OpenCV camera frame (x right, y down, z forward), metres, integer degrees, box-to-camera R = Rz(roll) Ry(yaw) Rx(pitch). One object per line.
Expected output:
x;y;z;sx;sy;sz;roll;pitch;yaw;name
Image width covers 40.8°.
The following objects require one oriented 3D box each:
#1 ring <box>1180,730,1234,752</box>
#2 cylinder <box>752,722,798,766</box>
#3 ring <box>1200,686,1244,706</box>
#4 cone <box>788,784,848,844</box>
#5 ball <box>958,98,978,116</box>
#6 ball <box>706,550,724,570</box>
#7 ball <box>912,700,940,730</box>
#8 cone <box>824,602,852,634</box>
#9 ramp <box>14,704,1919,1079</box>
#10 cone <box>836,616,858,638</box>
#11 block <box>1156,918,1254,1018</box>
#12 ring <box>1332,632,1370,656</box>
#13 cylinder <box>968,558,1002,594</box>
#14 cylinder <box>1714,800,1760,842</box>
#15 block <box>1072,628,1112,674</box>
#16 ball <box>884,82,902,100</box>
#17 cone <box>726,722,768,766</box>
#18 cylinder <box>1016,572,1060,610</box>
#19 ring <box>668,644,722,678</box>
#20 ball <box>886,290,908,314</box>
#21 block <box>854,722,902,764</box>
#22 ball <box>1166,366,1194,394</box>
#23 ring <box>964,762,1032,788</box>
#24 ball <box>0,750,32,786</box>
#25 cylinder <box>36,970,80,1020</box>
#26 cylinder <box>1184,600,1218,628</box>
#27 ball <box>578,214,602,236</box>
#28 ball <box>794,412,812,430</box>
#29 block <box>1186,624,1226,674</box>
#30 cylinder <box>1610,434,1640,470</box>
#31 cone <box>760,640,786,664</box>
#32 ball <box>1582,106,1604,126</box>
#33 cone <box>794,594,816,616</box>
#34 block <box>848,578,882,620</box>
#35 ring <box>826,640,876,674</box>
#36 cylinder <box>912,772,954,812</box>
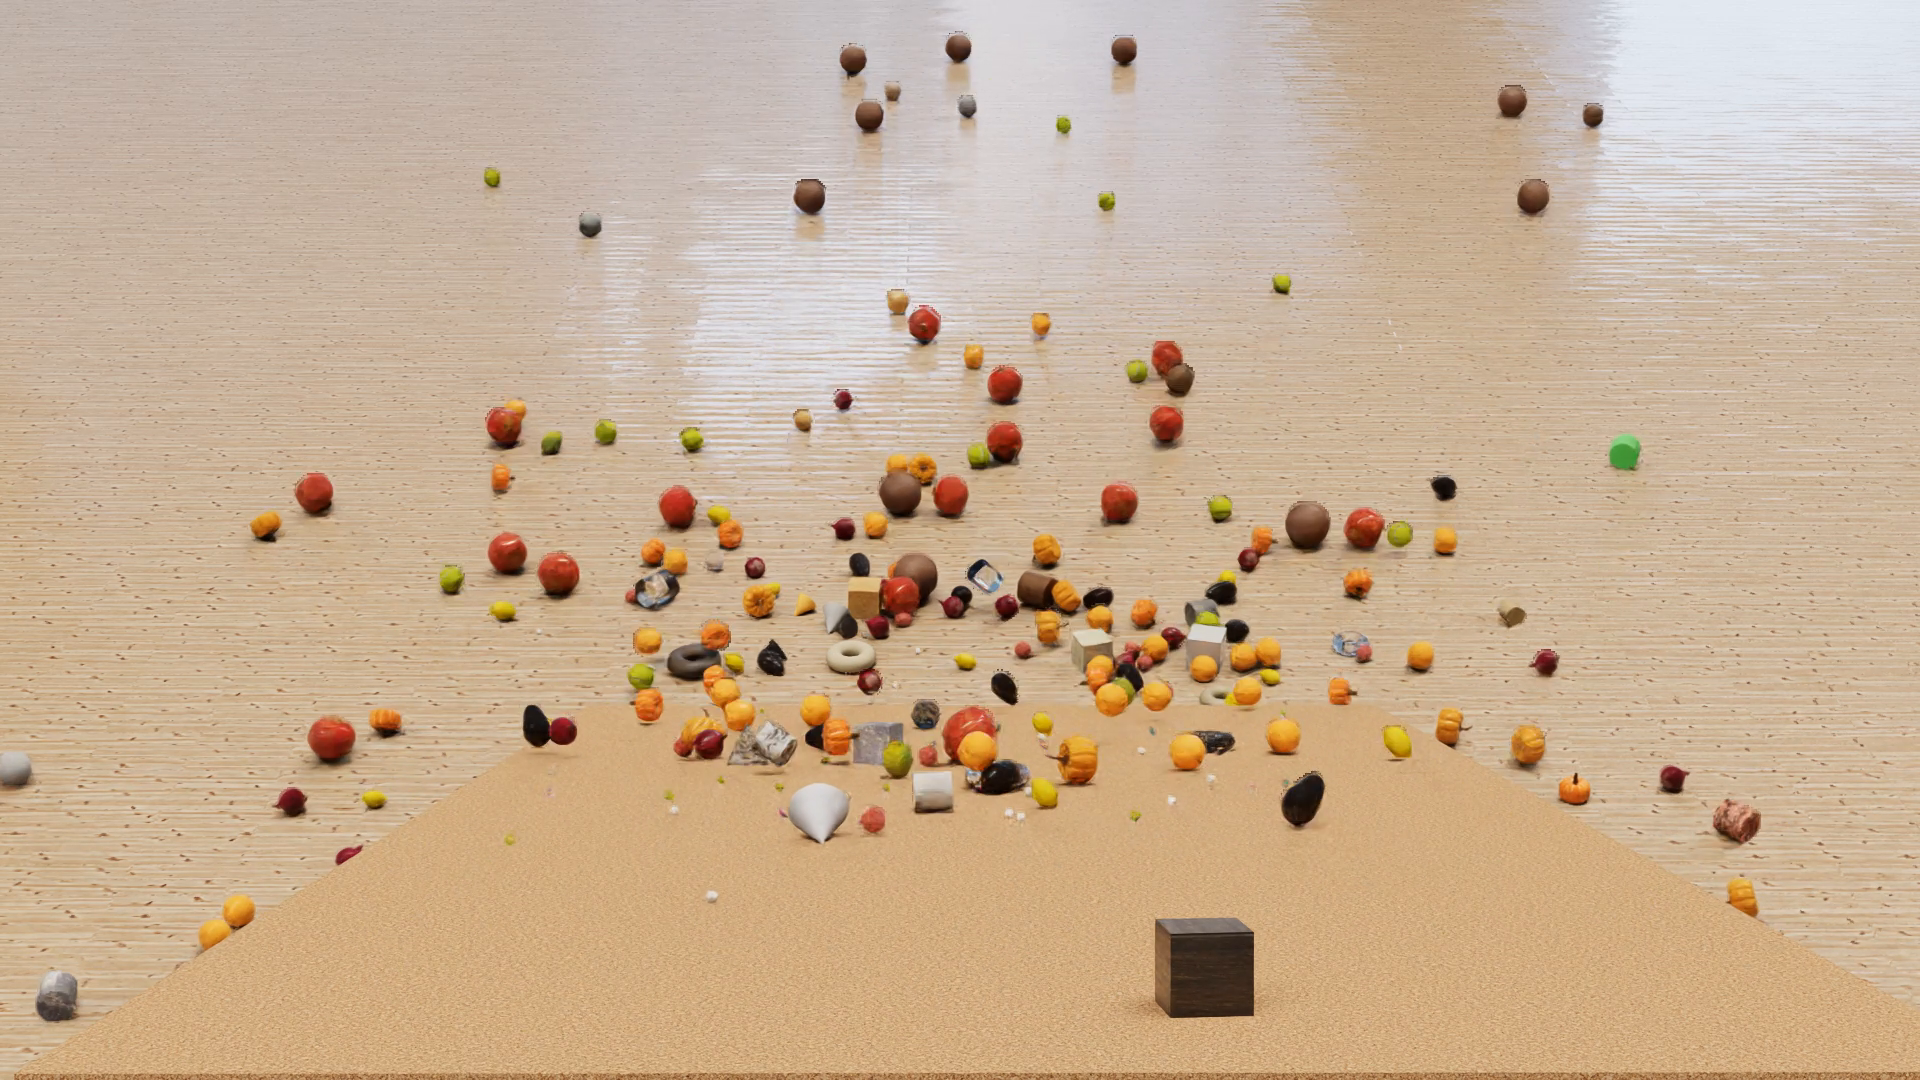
0.529;0.430;5.506;0.116;0.039;0.116;-1;2;0;ring
-0.364;0.401;5.069;0.065;0.065;0.065;31;35;17;cylinder
0.684;0.417;6.734;0.120;0.040;0.120;1;25;0;ring
-0.226;0.463;4.175;0.100;0.100;0.100;-3;28;-6;cone
0.036;-1.958;11.659;0.088;0.088;0.088;0;25;0;ball
-0.710;0.059;7.465;0.056;0.056;0.056;0;25;0;ball
-0.078;0.404;5.956;0.066;0.066;0.066;0;25;0;ball
-0.353;0.230;7.129;0.082;0.082;0.082;8;53;16;cone
0.058;0.525;4.563;2.000;0.100;4.000;0;2;0;ramp
-0.324;0.244;7.111;0.061;0.061;0.061;-13;10;46;cone
0.271;0.475;2.867;0.093;0.093;0.093;0;2;-6;block
1.065;0.282;7.024;0.104;0.035;0.104;0;27;0;ring
0.070;0.103;7.187;0.071;0.071;0.071;-30;35;24;cylinder
1.854;0.671;6.158;0.077;0.077;0.077;-19;31;-34;cylinder
0.356;0.298;6.931;0.084;0.084;0.084;-8;27;-16;block
-0.310;-2.074;11.915;0.078;0.078;0.078;0;25;0;ball
-0.434;0.414;5.261;0.085;0.085;0.085;0;2;0;cone
0.219;0.141;7.257;0.088;0.088;0.088;16;30;30;cylinder
-0.712;0.325;6.916;0.148;0.049;0.148;-1;25;1;ring
-0.226;-0.865;9.376;0.081;0.081;0.081;0;25;0;ball
-0.168;0.416;5.284;0.078;0.078;0.078;1;2;20;block
0.739;-0.540;8.676;0.096;0.096;0.096;0;25;0;ball
0.072;0.445;4.885;0.126;0.042;0.126;-1;0;0;ring
-2.339;0.563;6.374;0.085;0.085;0.085;0;25;0;ball
-1.931;0.976;5.518;0.077;0.077;0.077;-11;48;-22;cylinder
0.669;0.204;7.147;0.069;0.069;0.069;-12;28;-23;cylinder
-1.455;-1.239;10.148;0.091;0.091;0.091;0;25;0;ball
-0.510;-0.389;8.401;0.060;0.060;0.060;0;25;0;ball
0.662;0.292;6.936;0.092;0.092;0.092;7;26;14;block
2.100;-0.279;8.141;0.086;0.086;0.086;9;27;19;cylinder
-0.516;0.313;6.962;0.067;0.067;0.067;-37;37;-12;cone
2.828;-1.893;11.516;0.095;0.095;0.095;0;25;0;ball
-0.446;0.193;7.218;0.063;0.063;0.063;20;59;36;cone
-0.266;0.163;7.212;0.087;0.087;0.087;1;25;2;block
-0.293;0.314;6.944;0.136;0.045;0.136;0;27;0;ring
-0.048;0.440;4.506;0.066;0.066;0.066;-4;26;-4;cylinder
